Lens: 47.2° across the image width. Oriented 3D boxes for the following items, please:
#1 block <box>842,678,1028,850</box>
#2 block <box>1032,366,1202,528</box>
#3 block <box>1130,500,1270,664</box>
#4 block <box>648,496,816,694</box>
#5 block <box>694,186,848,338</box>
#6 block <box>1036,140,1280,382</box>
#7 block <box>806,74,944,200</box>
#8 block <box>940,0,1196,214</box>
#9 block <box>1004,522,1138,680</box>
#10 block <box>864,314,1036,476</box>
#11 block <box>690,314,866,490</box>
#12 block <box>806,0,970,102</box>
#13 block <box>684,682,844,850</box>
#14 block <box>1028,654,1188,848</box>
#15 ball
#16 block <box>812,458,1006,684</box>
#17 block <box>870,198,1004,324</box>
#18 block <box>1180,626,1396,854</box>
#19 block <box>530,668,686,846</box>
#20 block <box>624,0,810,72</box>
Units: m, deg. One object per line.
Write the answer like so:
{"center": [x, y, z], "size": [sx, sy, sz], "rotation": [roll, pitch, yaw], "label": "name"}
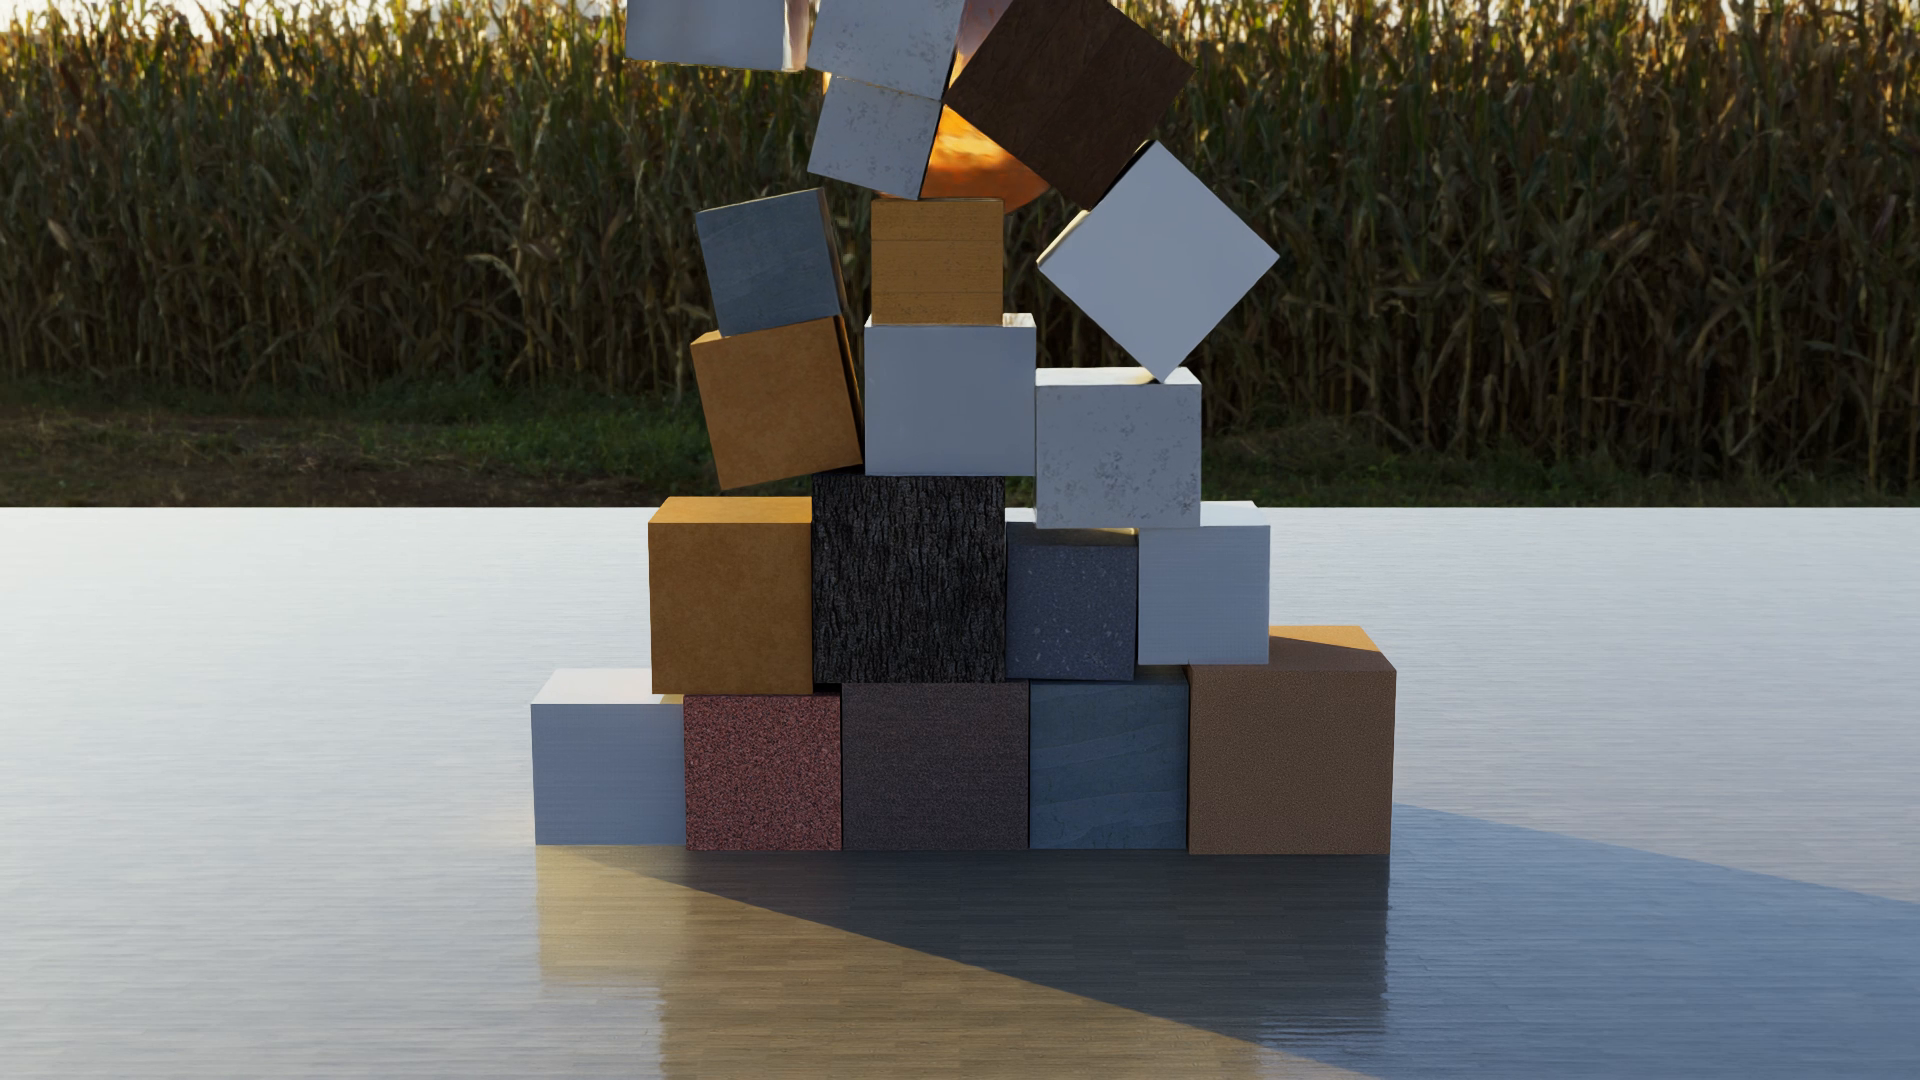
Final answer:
{"center": [-0.122, 1.049, 11.384], "size": [0.922, 0.864, 0.906], "rotation": [0, 10, 0], "label": "block"}
{"center": [0.774, -0.476, 11.080], "size": [0.800, 0.704, 0.800], "rotation": [0, 10, 0], "label": "block"}
{"center": [1.207, 0.208, 11.215], "size": [0.646, 0.699, 0.733], "rotation": [0, 10, 0], "label": "block"}
{"center": [-1.131, 0.270, 11.238], "size": [0.799, 0.866, 0.791], "rotation": [0, 10, 0], "label": "block"}
{"center": [-0.929, -1.390, 10.946], "size": [0.600, 0.613, 0.559], "rotation": [-11, 10, 3], "label": "block"}
{"center": [0.964, -1.401, 10.946], "size": [0.813, 0.828, 0.809], "rotation": [42, 8, -6], "label": "block"}
{"center": [-0.410, -1.987, 10.833], "size": [0.550, 0.487, 0.499], "rotation": [15, 10, -2], "label": "block"}
{"center": [0.520, -2.223, 10.780], "size": [0.885, 0.838, 0.747], "rotation": [36, 9, -5], "label": "block"}
{"center": [0.551, 0.301, 11.217], "size": [0.644, 0.677, 0.661], "rotation": [1, 10, 0], "label": "block"}
{"center": [-0.047, -0.745, 11.062], "size": [0.829, 0.725, 0.838], "rotation": [0, 10, 0], "label": "block"}
{"center": [-0.893, -0.722, 11.068], "size": [0.711, 0.732, 0.676], "rotation": [-11, 10, 2], "label": "block"}
{"center": [-0.322, -2.563, 10.748], "size": [0.663, 0.692, 0.708], "rotation": [14, 10, -1], "label": "block"}
{"center": [-0.981, 1.087, 11.376], "size": [0.776, 0.791, 0.881], "rotation": [0, 10, 0], "label": "block"}
{"center": [0.741, 1.057, 11.390], "size": [0.785, 0.844, 0.860], "rotation": [0, 10, 0], "label": "block"}
{"center": [0.000, -2.653, 12.806], "size": [1.600, 1.600, 1.600], "rotation": [0, 10, 0], "label": "ball"}
{"center": [-0.251, 0.118, 11.217], "size": [0.942, 1.028, 0.923], "rotation": [0, 10, 0], "label": "block"}
{"center": [-0.110, -1.389, 10.919], "size": [0.637, 0.594, 0.571], "rotation": [0, 10, 0], "label": "block"}
{"center": [1.643, 1.012, 11.374], "size": [0.999, 0.939, 1.021], "rotation": [0, 10, 0], "label": "block"}
{"center": [-1.761, 1.111, 11.400], "size": [0.764, 0.735, 0.748], "rotation": [0, 10, 0], "label": "block"}
{"center": [-1.163, -2.662, 10.745], "size": [0.756, 0.669, 0.779], "rotation": [5, 13, 3], "label": "block"}
